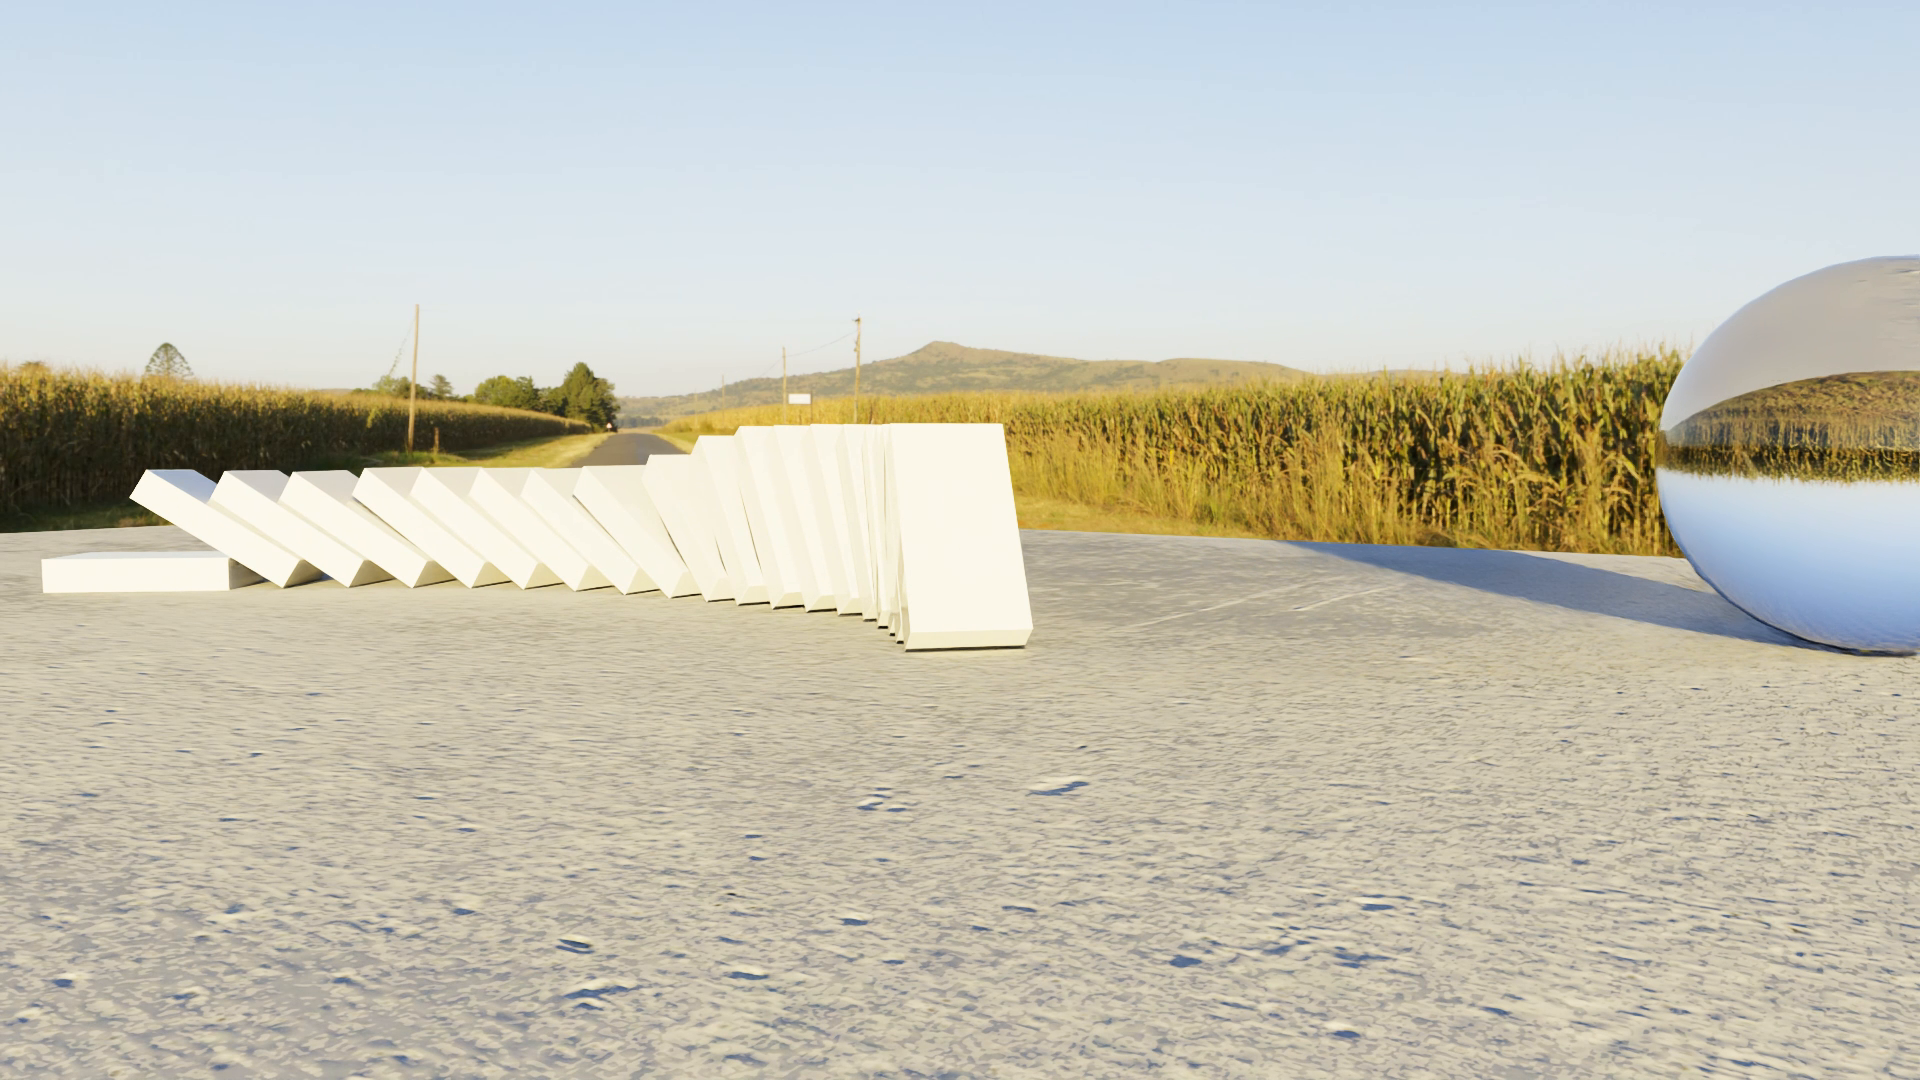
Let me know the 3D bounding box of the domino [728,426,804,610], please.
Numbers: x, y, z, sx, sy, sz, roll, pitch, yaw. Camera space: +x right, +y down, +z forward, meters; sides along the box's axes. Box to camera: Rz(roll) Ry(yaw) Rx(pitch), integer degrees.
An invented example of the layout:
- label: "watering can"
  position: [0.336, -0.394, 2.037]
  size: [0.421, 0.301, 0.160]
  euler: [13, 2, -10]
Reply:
- label: "domino"
  position: [-0.043, -0.007, 0.343]
  size: [0.025, 0.050, 0.009]
  euler: [-3, -28, -33]

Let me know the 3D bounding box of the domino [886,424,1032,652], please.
- label: "domino"
  position: [-0.001, -0.001, 0.273]
  size: [0.025, 0.050, 0.010]
  euler: [-1, -29, -11]

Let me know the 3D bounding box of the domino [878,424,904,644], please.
- label: "domino"
  position: [-0.003, -0.002, 0.284]
  size: [0.025, 0.050, 0.009]
  euler: [-1, -29, -11]

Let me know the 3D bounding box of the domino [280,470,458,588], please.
- label: "domino"
  position: [-0.178, -0.004, 0.393]
  size: [0.050, 0.009, 0.025]
  euler: [32, 9, 6]

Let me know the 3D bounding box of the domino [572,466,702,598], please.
- label: "domino"
  position: [-0.087, -0.003, 0.372]
  size: [0.050, 0.009, 0.025]
  euler: [42, 26, 26]

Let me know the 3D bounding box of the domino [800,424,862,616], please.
- label: "domino"
  position: [-0.023, -0.006, 0.328]
  size: [0.025, 0.050, 0.010]
  euler: [-1, -29, -28]

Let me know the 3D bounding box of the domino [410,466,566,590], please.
- label: "domino"
  position: [-0.140, -0.004, 0.391]
  size: [0.050, 0.009, 0.025]
  euler: [36, 16, 16]

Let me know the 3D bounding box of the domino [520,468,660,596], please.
- label: "domino"
  position: [-0.104, -0.003, 0.380]
  size: [0.050, 0.009, 0.025]
  euler: [38, 22, 23]

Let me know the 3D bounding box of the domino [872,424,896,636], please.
- label: "domino"
  position: [-0.005, -0.003, 0.295]
  size: [0.025, 0.050, 0.009]
  euler: [-1, -29, -11]

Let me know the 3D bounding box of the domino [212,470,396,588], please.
- label: "domino"
  position: [-0.198, -0.004, 0.392]
  size: [0.050, 0.010, 0.025]
  euler: [32, 6, 3]

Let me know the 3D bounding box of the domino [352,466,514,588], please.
- label: "domino"
  position: [-0.158, -0.005, 0.394]
  size: [0.050, 0.010, 0.025]
  euler: [35, 13, 12]

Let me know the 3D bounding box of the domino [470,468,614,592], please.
- label: "domino"
  position: [-0.121, -0.004, 0.387]
  size: [0.050, 0.010, 0.025]
  euler: [37, 19, 20]

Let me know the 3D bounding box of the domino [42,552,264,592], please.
- label: "domino"
  position: [-0.239, 0.009, 0.382]
  size: [0.050, 0.009, 0.025]
  euler: [-1, 4, -7]

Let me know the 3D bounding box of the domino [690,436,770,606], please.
- label: "domino"
  position: [-0.055, -0.006, 0.352]
  size: [0.025, 0.050, 0.009]
  euler: [-3, -34, -34]

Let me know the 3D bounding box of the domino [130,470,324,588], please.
- label: "domino"
  position: [-0.218, -0.004, 0.386]
  size: [0.050, 0.009, 0.025]
  euler: [32, 1, -4]

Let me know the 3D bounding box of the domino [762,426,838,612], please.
- label: "domino"
  position: [-0.033, -0.006, 0.336]
  size: [0.025, 0.050, 0.010]
  euler: [-2, -28, -33]

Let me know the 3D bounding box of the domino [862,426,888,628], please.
- label: "domino"
  position: [-0.009, -0.004, 0.306]
  size: [0.025, 0.050, 0.009]
  euler: [-1, -29, -11]

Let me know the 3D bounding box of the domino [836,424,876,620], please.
- label: "domino"
  position: [-0.014, -0.005, 0.318]
  size: [0.025, 0.050, 0.009]
  euler: [-1, -29, -21]

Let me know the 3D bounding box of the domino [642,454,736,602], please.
- label: "domino"
  position: [-0.069, -0.004, 0.364]
  size: [0.025, 0.009, 0.050]
  euler: [-4, 45, -39]

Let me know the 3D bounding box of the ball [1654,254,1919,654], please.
- label: "ball"
  position: [0.186, -0.017, 0.261]
  size: [0.080, 0.080, 0.080]
  euler: [0, 4, 0]
